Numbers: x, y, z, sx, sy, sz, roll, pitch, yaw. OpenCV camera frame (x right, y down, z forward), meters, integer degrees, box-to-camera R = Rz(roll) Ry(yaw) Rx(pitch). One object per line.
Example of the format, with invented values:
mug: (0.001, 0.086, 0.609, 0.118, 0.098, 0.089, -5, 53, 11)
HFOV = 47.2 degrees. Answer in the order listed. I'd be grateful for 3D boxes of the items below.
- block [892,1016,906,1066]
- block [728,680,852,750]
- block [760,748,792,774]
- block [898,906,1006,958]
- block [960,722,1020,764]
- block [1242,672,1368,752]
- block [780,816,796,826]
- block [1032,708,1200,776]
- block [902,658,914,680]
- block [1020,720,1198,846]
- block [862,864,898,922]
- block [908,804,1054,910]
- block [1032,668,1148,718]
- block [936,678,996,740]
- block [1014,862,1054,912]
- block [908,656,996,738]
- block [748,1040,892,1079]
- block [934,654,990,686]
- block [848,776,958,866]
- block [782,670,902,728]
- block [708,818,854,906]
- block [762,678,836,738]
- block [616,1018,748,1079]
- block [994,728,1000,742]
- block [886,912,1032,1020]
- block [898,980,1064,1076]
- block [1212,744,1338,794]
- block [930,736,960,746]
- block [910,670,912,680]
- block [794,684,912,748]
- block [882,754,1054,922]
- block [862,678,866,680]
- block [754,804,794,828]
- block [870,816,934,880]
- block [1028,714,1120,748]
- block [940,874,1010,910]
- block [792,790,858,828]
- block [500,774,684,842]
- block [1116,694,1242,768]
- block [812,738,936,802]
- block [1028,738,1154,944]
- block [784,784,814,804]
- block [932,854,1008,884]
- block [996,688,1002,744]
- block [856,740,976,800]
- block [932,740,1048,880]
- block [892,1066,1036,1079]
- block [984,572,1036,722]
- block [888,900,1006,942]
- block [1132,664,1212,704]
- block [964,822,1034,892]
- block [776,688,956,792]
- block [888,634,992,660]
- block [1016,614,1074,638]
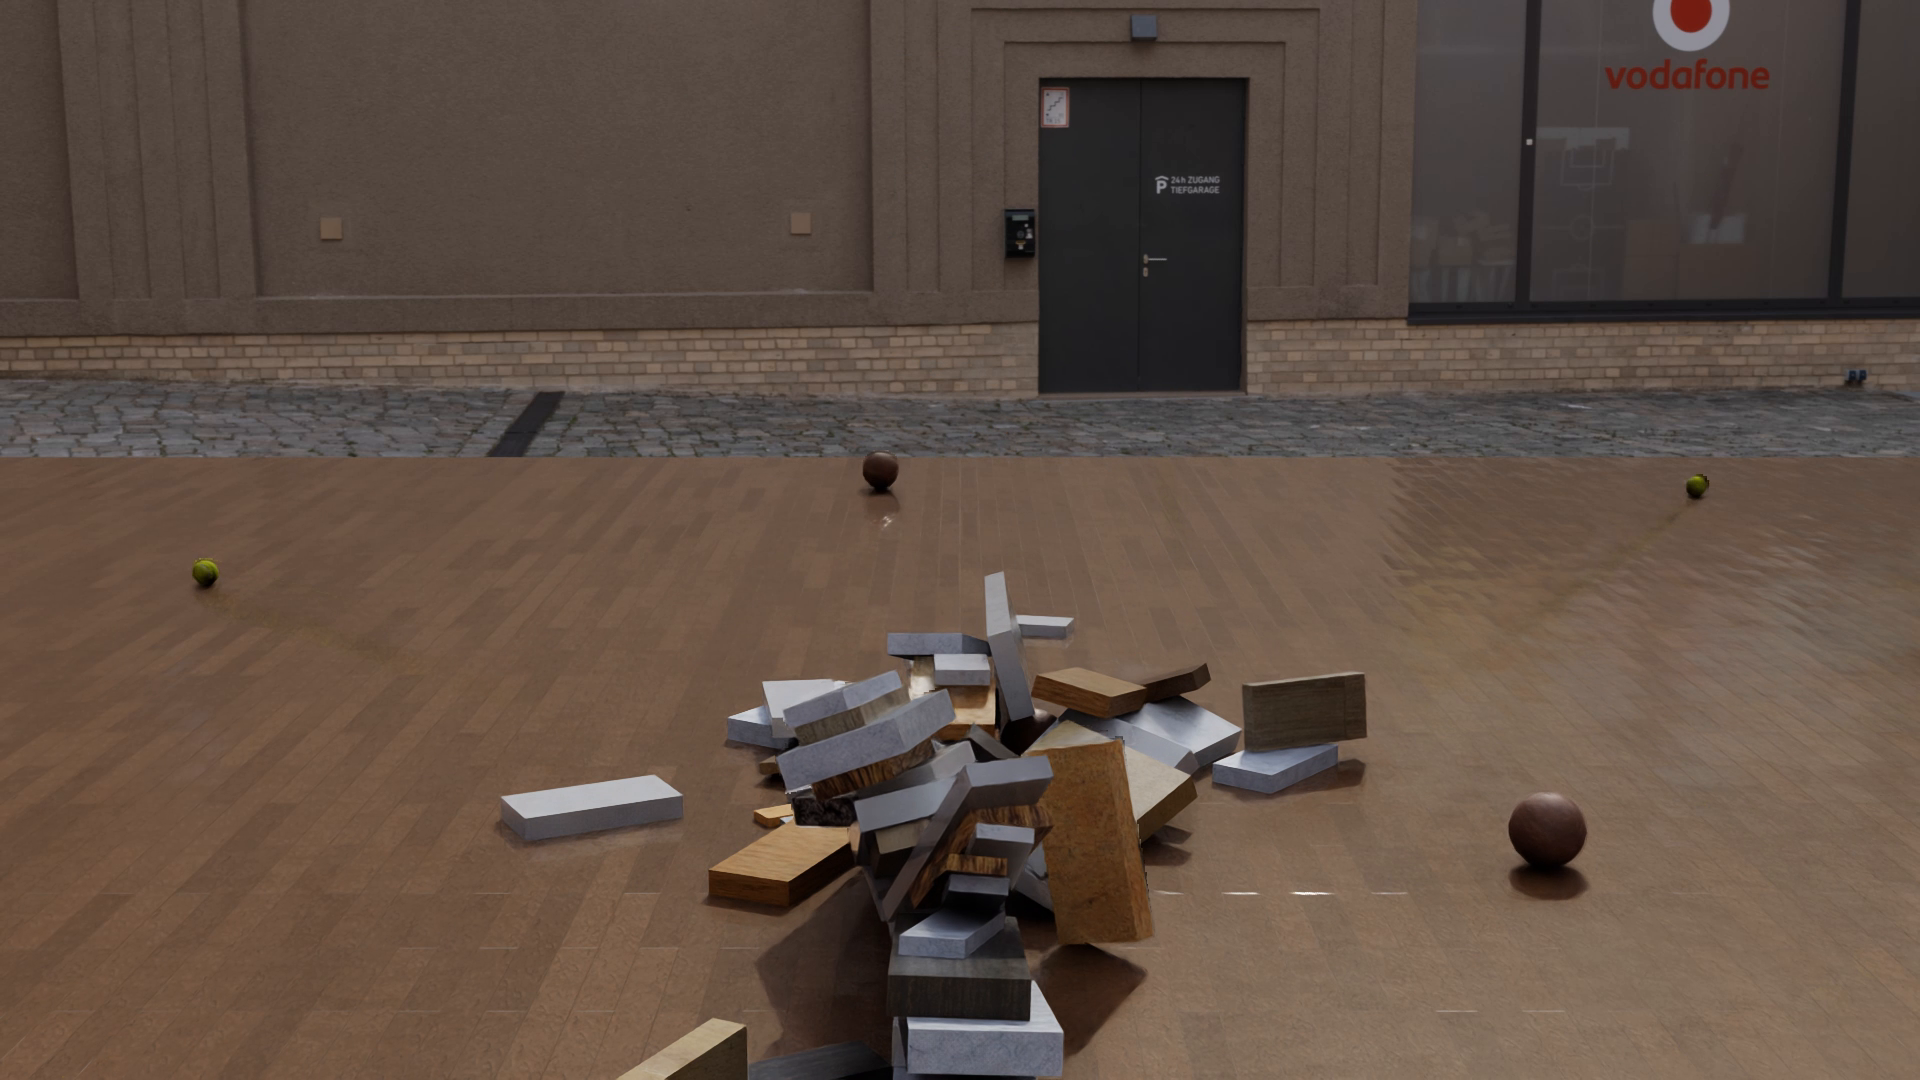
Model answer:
block: (0.000, 0.652, 2.928, 0.175, 0.050, 0.351, 2, -5, -1)
block: (-0.312, 0.373, 4.709, 0.163, 0.046, 0.381, 7, 13, 34)
block: (-0.334, 0.437, 4.363, 0.078, 0.022, 0.156, -5, 3, 15)
block: (-0.007, 0.505, 2.843, 0.083, 0.023, 0.293, 2, -2, 11)
block: (0.144, 0.444, 3.733, 0.346, 0.049, 0.173, 36, 4, 0)
block: (0.694, 0.344, 4.418, 0.264, 0.132, 0.037, -5, 4, -23)
block: (-0.265, 0.516, 4.020, 0.116, 0.016, 0.058, -5, 12, -25)
block: (0.279, 0.420, 4.159, 0.163, 0.046, 0.327, -44, 36, -21)
block: (-0.027, 0.277, 4.724, 0.164, 0.046, 0.328, -1, 11, -6)
block: (0.252, 0.446, 4.033, 0.173, 0.049, 0.347, -35, 32, -25)
block: (-0.065, 0.487, 3.395, 0.169, 0.048, 0.338, -13, 13, -7)
block: (0.027, 0.435, 3.011, 0.118, 0.033, 0.236, -1, -33, -26)
block: (0.258, 0.299, 4.327, 0.152, 0.043, 0.304, 16, 4, 17)
block: (0.012, 0.316, 4.120, 0.108, 0.031, 0.216, 0, 19, 1)
block: (0.118, 0.547, 3.645, 0.118, 0.034, 0.237, 33, 5, -11)
block: (-0.016, 0.307, 4.261, 0.162, 0.046, 0.323, 1, 19, 2)
block: (-0.199, 0.714, 2.925, 0.195, 0.028, 0.098, -6, 12, -28)
block: (0.002, 0.249, 4.239, 0.104, 0.029, 0.207, 0, 5, -2)
block: (-0.077, 0.411, 3.196, 0.157, 0.044, 0.313, -13, -16, -8)
block: (-0.167, 0.228, 3.161, 0.098, 0.028, 0.195, -19, -2, 22)
block: (-0.289, 0.550, 3.769, 0.150, 0.043, 0.301, 5, 11, 23)
block: (-0.328, 0.350, 4.591, 0.150, 0.043, 0.301, -2, 11, -9)
block: (-0.363, 0.706, 2.569, 0.049, 0.174, 0.347, 5, 12, 27)
block: (-0.005, 0.452, 4.047, 0.162, 0.046, 0.323, 0, 27, -1)
block: (-0.004, 0.540, 2.818, 0.167, 0.047, 0.537, 2, -2, 0)
block: (0.019, 0.584, 2.653, 0.175, 0.050, 0.351, 2, -2, -3)
block: (0.627, 0.443, 4.359, 0.132, 0.037, 0.264, 8, 13, 37)
block: (-0.025, 0.430, 4.004, 0.108, 0.031, 0.216, 7, 27, 13)
block: (-0.018, 0.373, 4.374, 0.164, 0.046, 0.328, 0, 33, -1)
block: (-0.151, 0.252, 3.180, 0.098, 0.028, 0.310, -19, -1, 10)
block: (0.005, 0.418, 3.040, 0.118, 0.033, 0.424, -4, -32, -22)
block: (-0.190, 0.362, 4.622, 0.029, 0.103, 0.207, -37, 6, 9)
block: (-0.317, 0.507, 4.072, 0.116, 0.016, 0.058, -7, 12, -32)
block: (-0.066, 0.441, 3.165, 0.118, 0.033, 0.236, -13, -16, -8)
block: (0.310, 0.407, 4.523, 0.172, 0.049, 0.344, 8, 13, 36)
block: (0.018, 0.471, 2.922, 0.076, 0.022, 0.240, 5, -15, -2)
block: (-0.140, 0.412, 3.442, 0.157, 0.044, 0.313, -9, -3, -22)
block: (-0.681, 0.494, 4.069, 0.301, 0.043, 0.150, -6, 12, -28)
block: (0.405, 0.400, 4.399, 0.172, 0.049, 0.344, 28, 24, 28)
block: (-0.123, 0.327, 3.181, 0.118, 0.034, 0.237, -19, -2, 13)
block: (0.201, 0.468, 3.406, 0.152, 0.304, 0.043, -11, -2, 40)
block: (-0.247, 0.455, 4.167, 0.156, 0.022, 0.078, -14, 19, 21)
block: (0.011, 0.429, 2.852, 0.076, 0.022, 0.152, 6, -15, -7)
block: (-0.002, 0.400, 4.244, 0.162, 0.046, 0.323, 0, 32, -1)
block: (-0.063, 0.343, 3.227, 0.118, 0.034, 0.237, -19, -2, 14)
block: (0.085, 0.465, 3.688, 0.327, 0.046, 0.163, 39, 5, 37)
block: (0.005, 0.683, 2.720, 0.176, 0.050, 0.351, 2, -5, -1)
block: (0.103, 0.214, 4.856, 0.049, 0.172, 1.222, -16, 4, 2)
block: (-0.017, 0.569, 3.394, 0.169, 0.048, 0.338, -10, -1, 1)
block: (0.377, 0.315, 4.557, 0.264, 0.037, 0.132, -16, 0, 19)
block: (0.046, 0.422, 2.922, 0.076, 0.022, 0.152, 7, -34, -7)
block: (-0.127, 0.285, 3.185, 0.173, 0.049, 0.443, -19, -1, 9)
block: (-0.040, 0.223, 4.520, 0.152, 0.043, 0.304, 0, -6, 12)
block: (0.182, 0.218, 5.595, 0.202, 0.029, 0.101, 3, 11, 14)
